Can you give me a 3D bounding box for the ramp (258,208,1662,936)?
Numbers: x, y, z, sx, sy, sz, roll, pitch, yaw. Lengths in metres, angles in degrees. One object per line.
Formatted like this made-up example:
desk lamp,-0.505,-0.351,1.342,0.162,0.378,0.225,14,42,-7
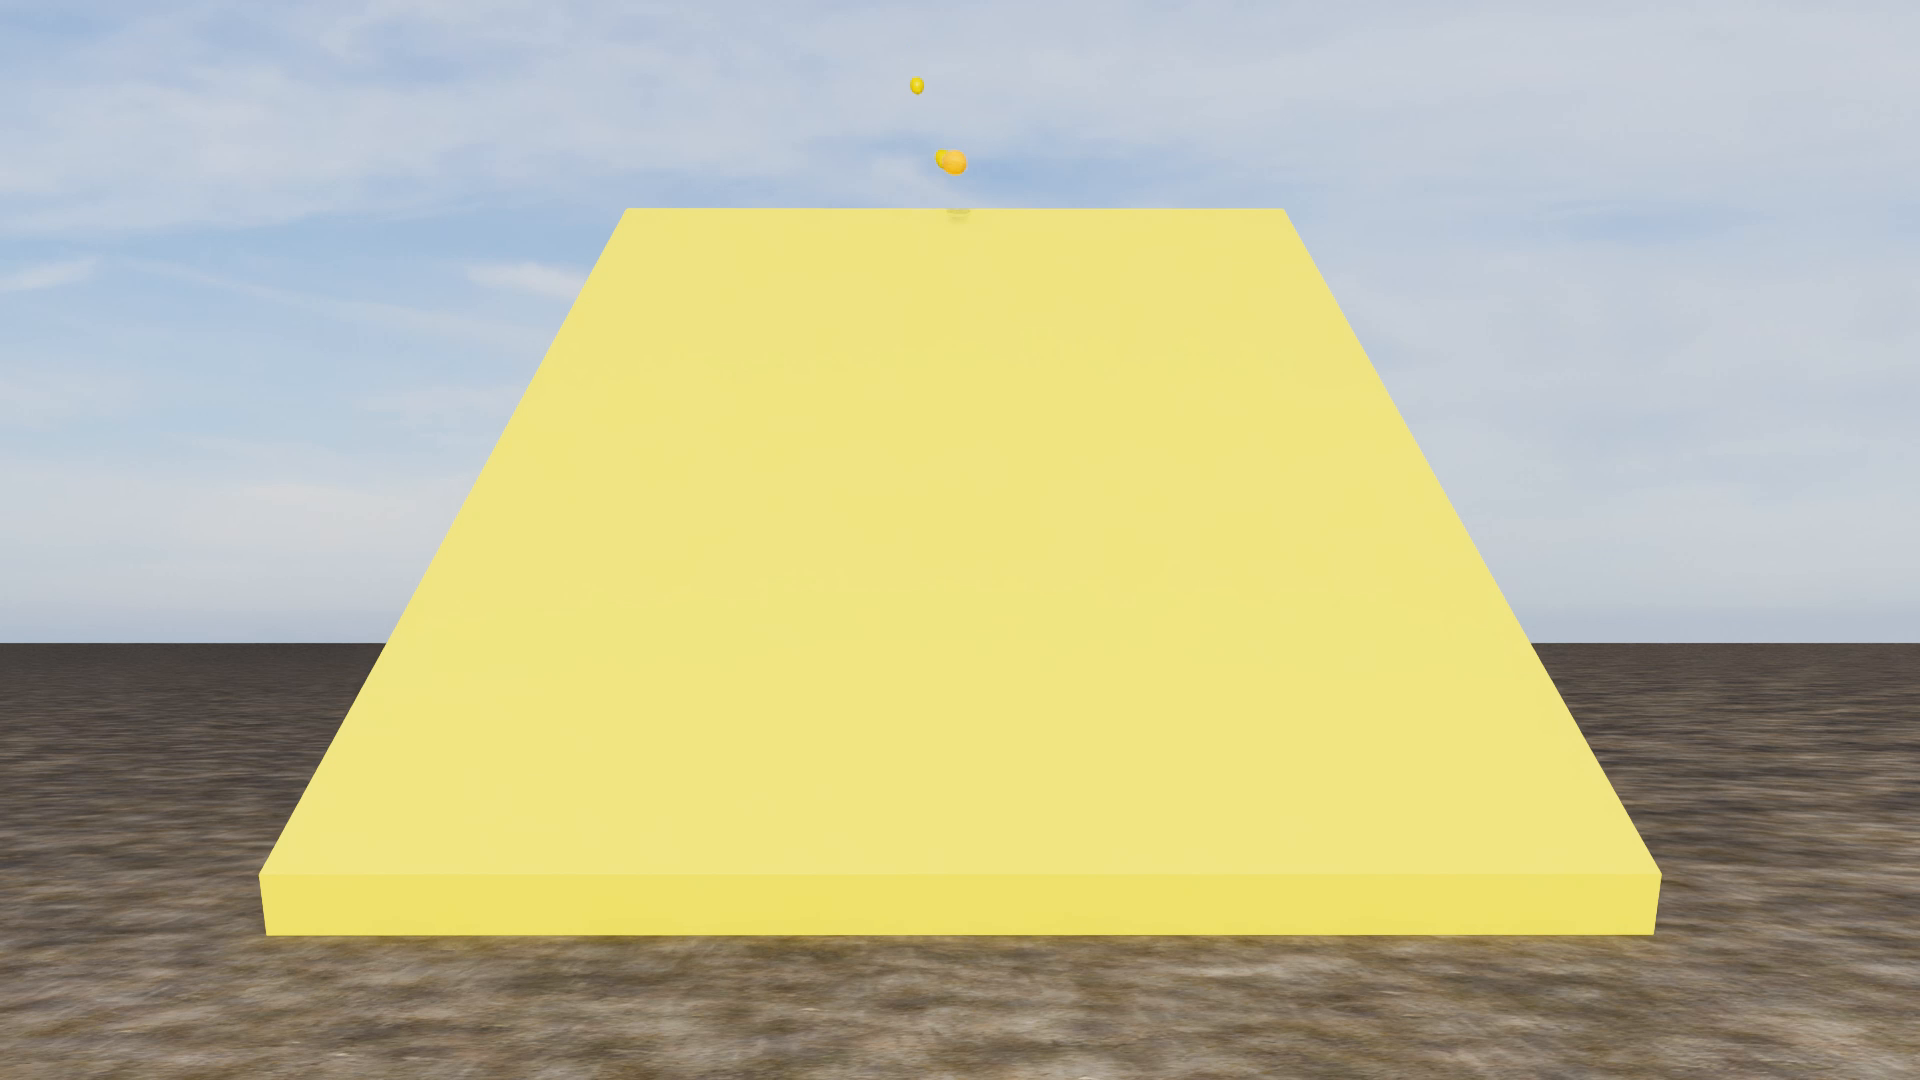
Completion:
ramp,-0.006,-0.220,5.146,2.000,0.100,4.000,0,22,0
